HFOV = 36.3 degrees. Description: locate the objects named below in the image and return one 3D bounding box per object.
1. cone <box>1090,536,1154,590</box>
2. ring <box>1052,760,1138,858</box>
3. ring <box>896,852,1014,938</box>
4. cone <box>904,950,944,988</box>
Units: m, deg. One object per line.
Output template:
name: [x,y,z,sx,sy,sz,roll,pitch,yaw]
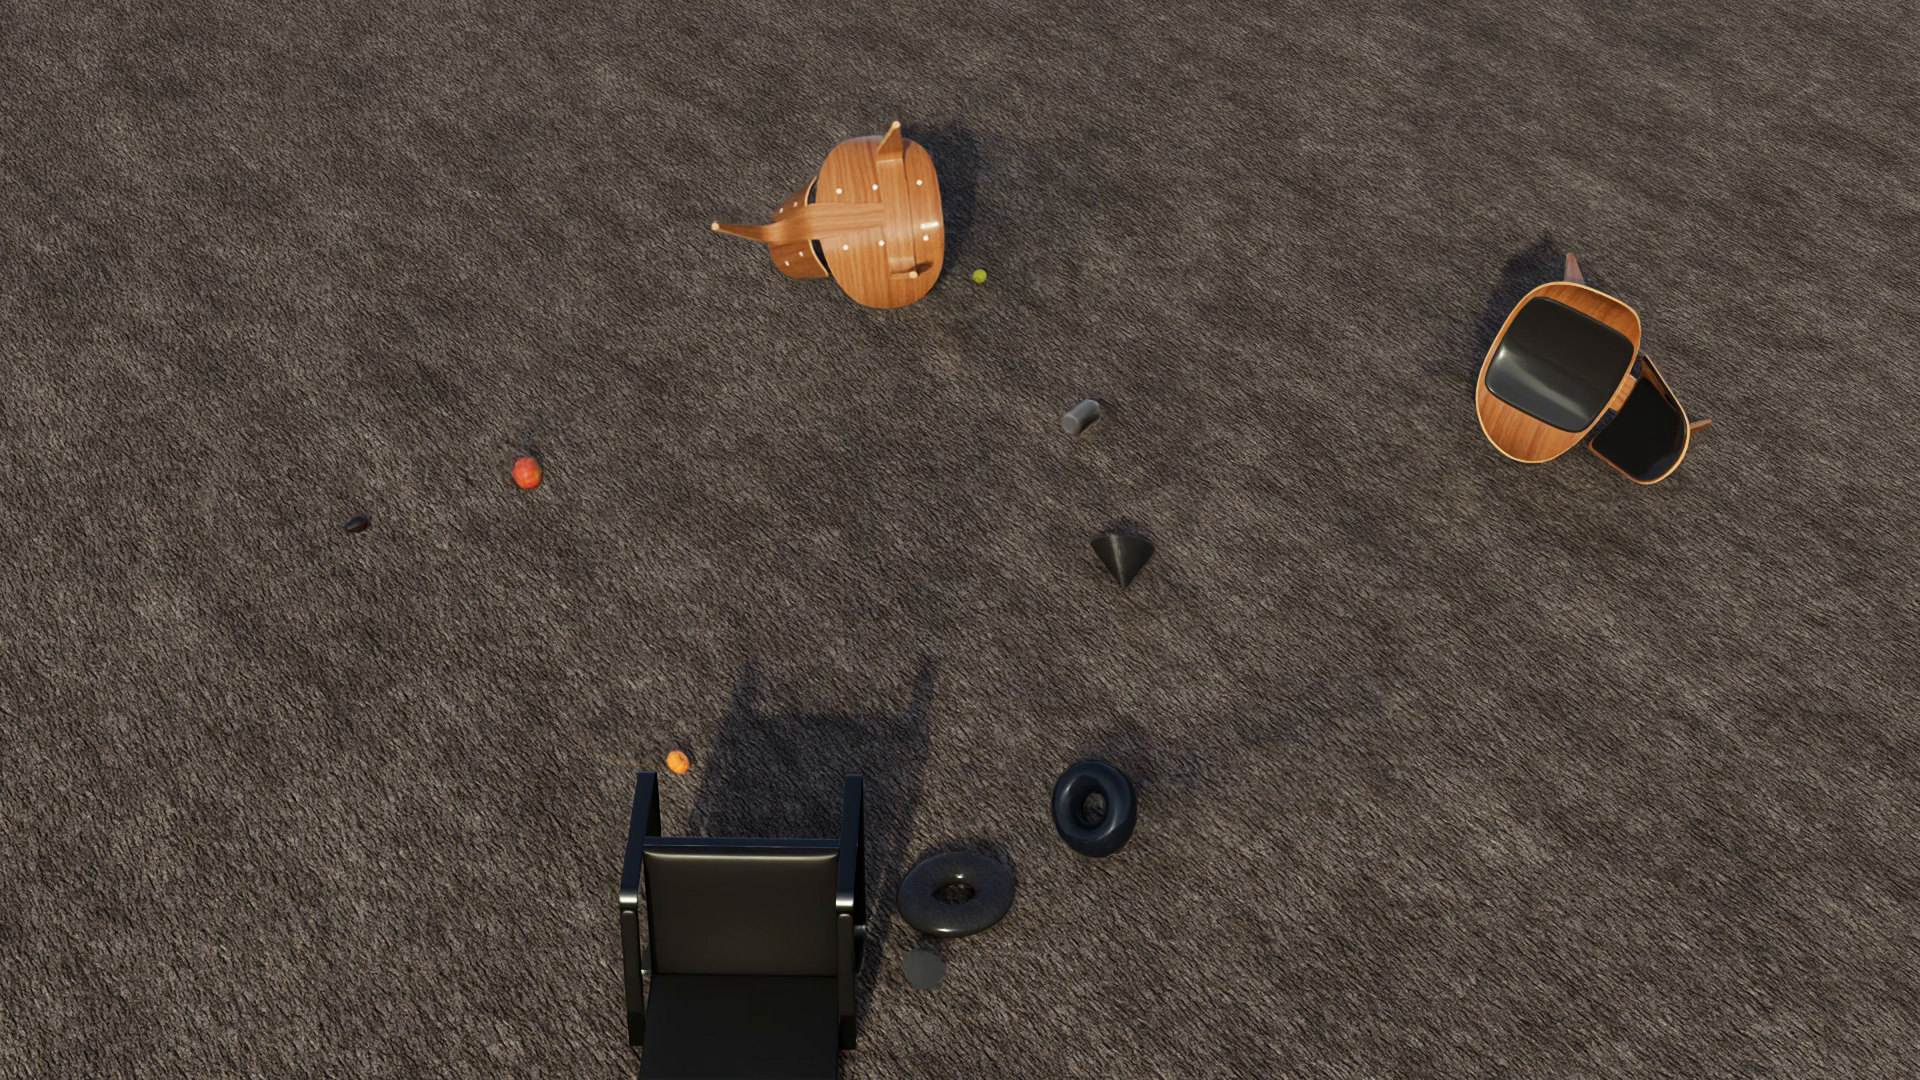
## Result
cone: [0.596,0.106,10.697,0.262,0.197,0.172,18,61,-36]
ring: [0.430,0.861,9.395,0.282,0.146,0.316,-17,73,21]
ring: [-0.014,1.111,9.185,0.358,0.082,0.402,23,39,30]
cone: [-0.122,1.301,8.924,0.128,0.109,0.094,37,-8,-11]
